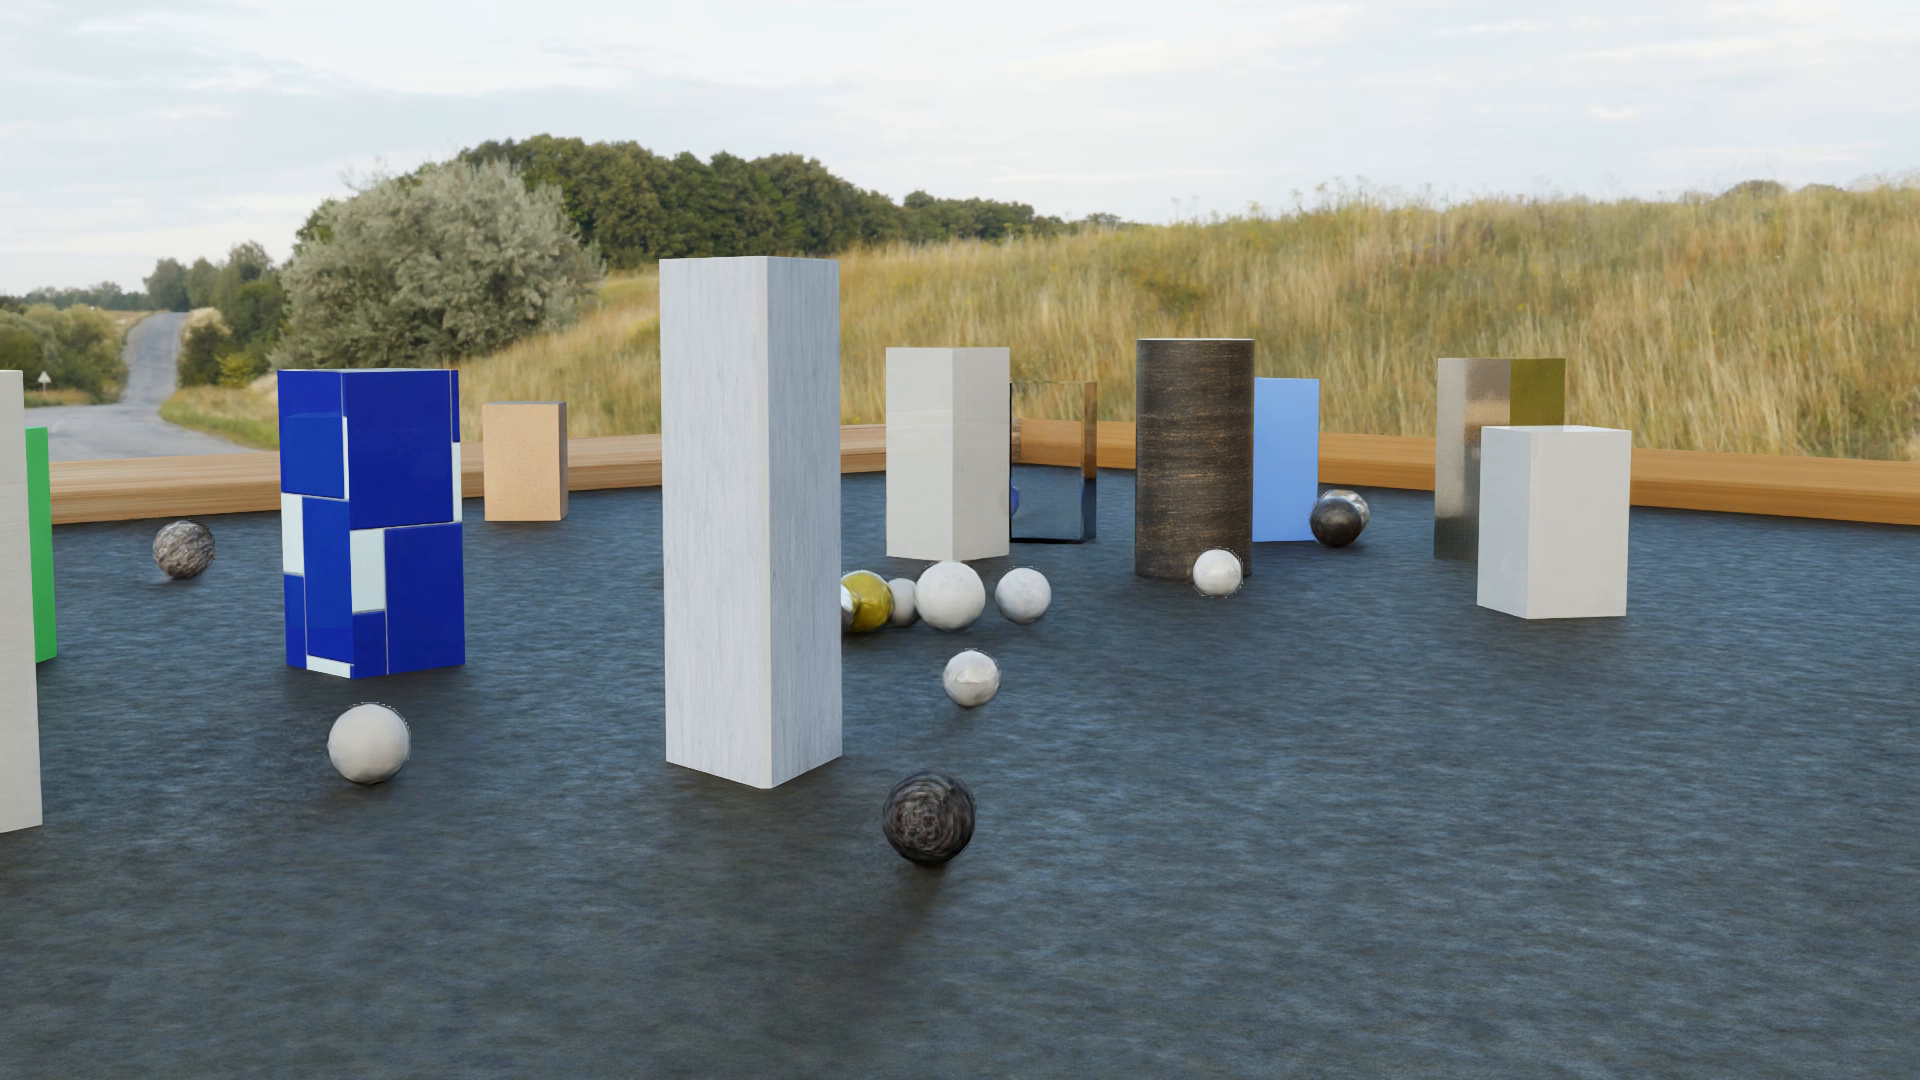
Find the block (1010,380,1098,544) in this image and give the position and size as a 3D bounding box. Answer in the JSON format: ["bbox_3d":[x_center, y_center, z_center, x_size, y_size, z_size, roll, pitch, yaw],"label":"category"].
[{"bbox_3d":[0.173,-0.154,4.277,0.158,0.307,0.158,2,6,14],"label":"block"}]

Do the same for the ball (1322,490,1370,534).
[{"bbox_3d":[0.746,-0.049,4.280,0.099,0.099,0.099,0,6,0],"label":"ball"}]

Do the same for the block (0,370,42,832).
[{"bbox_3d":[-0.908,0.054,1.873,0.158,0.393,0.158,4,7,35],"label":"block"}]

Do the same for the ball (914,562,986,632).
[{"bbox_3d":[-0.014,0.079,3.052,0.099,0.099,0.099,0,6,0],"label":"ball"}]

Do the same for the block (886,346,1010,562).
[{"bbox_3d":[-0.022,-0.160,3.994,0.158,0.378,0.158,5,8,40],"label":"block"}]

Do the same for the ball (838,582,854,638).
[{"bbox_3d":[-0.186,0.094,2.963,0.087,0.087,0.087,0,6,0],"label":"ball"}]

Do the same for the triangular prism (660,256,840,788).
[{"bbox_3d":[-0.179,-0.025,2.143,0.149,0.494,0.172,-5,8,-40],"label":"triangular prism"}]

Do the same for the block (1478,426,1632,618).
[{"bbox_3d":[0.880,-0.030,3.267,0.158,0.271,0.158,-1,6,-13],"label":"block"}]

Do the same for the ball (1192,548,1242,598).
[{"bbox_3d":[0.400,0.052,3.419,0.076,0.076,0.076,0,6,0],"label":"ball"}]

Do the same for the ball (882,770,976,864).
[{"bbox_3d":[-0.025,0.224,1.773,0.076,0.076,0.076,0,6,0],"label":"ball"}]

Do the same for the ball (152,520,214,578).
[{"bbox_3d":[-1.295,0.016,3.663,0.097,0.097,0.097,0,6,0],"label":"ball"}]

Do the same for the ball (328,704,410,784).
[{"bbox_3d":[-0.558,0.193,2.076,0.075,0.075,0.075,0,6,0],"label":"ball"}]

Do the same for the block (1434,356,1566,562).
[{"bbox_3d":[0.969,-0.146,3.951,0.158,0.360,0.158,-5,8,-39],"label":"block"}]

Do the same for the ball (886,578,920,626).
[{"bbox_3d":[-0.083,0.088,3.105,0.069,0.069,0.069,0,6,0],"label":"ball"}]

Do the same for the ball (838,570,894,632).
[{"bbox_3d":[-0.135,0.085,3.048,0.087,0.087,0.087,0,6,0],"label":"ball"}]

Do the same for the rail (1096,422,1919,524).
[{"bbox_3d":[1.683,-0.128,4.876,0.045,0.129,4.444,-5,8,-42],"label":"rail"}]

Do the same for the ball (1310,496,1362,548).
[{"bbox_3d":[0.708,-0.035,4.145,0.097,0.097,0.097,0,6,0],"label":"ball"}]

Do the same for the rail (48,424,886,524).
[{"bbox_3d":[-1.491,-0.134,4.939,4.626,0.129,0.045,-5,8,-42],"label":"rail"}]

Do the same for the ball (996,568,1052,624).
[{"bbox_3d":[0.090,0.080,3.129,0.081,0.081,0.081,0,6,0],"label":"ball"}]

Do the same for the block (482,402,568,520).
[{"bbox_3d":[-0.936,-0.172,4.747,0.158,0.247,0.158,0,6,-4],"label":"block"}]

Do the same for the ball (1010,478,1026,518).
[{"bbox_3d":[0.096,-0.091,4.722,0.090,0.090,0.090,0,6,0],"label":"ball"}]

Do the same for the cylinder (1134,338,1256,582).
[{"bbox_3d":[0.395,-0.139,3.705,0.198,0.397,0.198,0,6,0],"label":"cylinder"}]

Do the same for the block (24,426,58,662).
[{"bbox_3d":[-1.251,0.010,2.754,0.158,0.296,0.158,0,6,3],"label":"block"}]

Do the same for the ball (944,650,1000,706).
[{"bbox_3d":[0.013,0.156,2.479,0.063,0.063,0.063,0,6,0],"label":"ball"}]

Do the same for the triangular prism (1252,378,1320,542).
[{"bbox_3d":[0.597,-0.161,4.325,0.172,0.312,0.149,-1,6,-12],"label":"triangular prism"}]

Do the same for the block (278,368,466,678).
[{"bbox_3d":[-0.738,-0.027,2.759,0.158,0.371,0.158,6,8,43],"label":"block"}]
